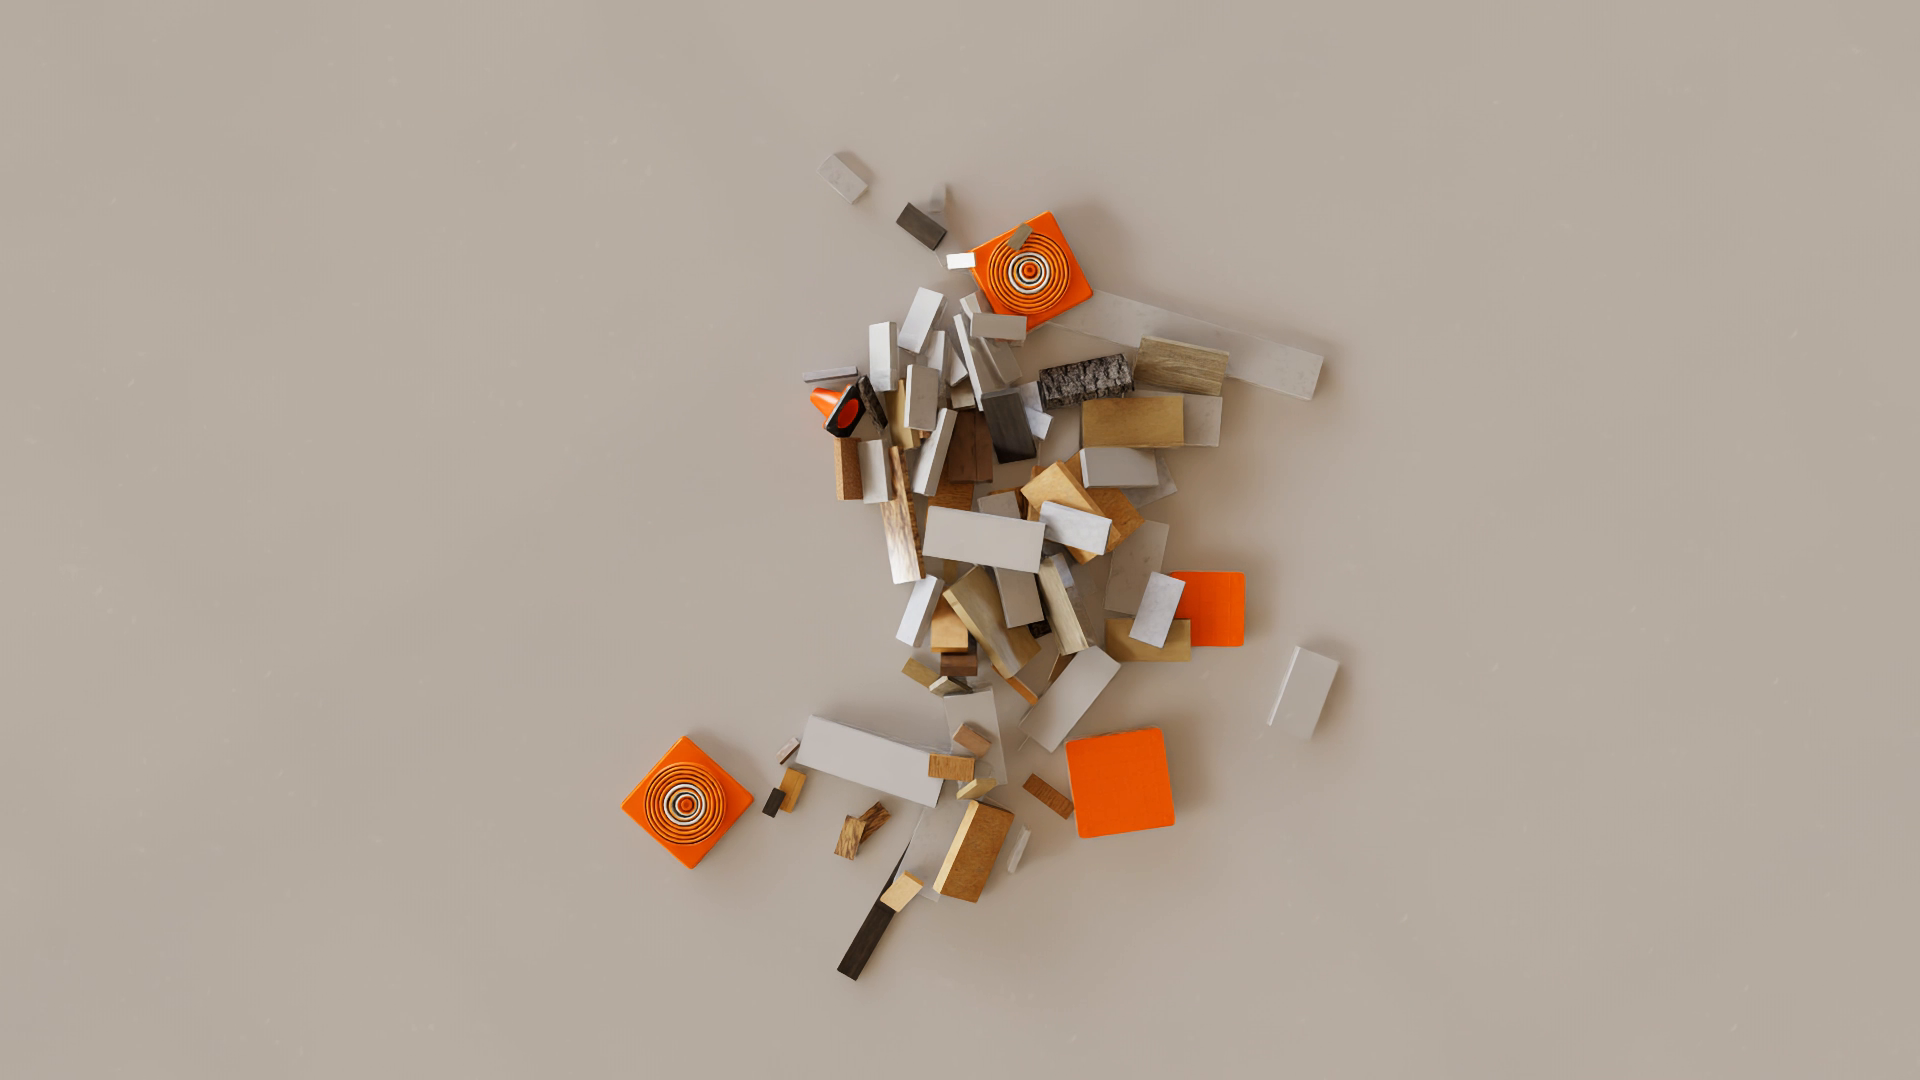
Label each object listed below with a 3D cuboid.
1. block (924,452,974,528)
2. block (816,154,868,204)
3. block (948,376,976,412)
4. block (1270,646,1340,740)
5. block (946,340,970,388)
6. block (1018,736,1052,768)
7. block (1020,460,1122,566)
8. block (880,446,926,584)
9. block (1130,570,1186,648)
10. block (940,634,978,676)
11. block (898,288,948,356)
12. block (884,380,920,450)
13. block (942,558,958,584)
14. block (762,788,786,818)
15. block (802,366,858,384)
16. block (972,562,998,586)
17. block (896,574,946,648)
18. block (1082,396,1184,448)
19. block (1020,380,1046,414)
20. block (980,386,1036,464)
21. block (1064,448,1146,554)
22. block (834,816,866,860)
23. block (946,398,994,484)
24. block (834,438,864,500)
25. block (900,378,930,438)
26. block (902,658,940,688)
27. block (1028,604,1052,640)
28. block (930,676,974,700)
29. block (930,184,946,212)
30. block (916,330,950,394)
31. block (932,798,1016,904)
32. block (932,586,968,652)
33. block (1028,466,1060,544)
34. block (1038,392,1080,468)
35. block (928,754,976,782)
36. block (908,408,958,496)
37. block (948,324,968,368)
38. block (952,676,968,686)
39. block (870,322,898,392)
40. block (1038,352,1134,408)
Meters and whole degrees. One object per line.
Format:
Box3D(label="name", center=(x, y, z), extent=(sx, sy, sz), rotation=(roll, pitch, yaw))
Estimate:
Box3D(label="block", center=(-0.026, -0.173, 5.442), extent=(0.143, 0.041, 0.286), rotation=(7, 75, 1))
Box3D(label="block", center=(-0.393, -1.202, 5.489), extent=(0.159, 0.023, 0.080), rotation=(42, 90, 0))
Box3D(label="block", center=(0.003, -0.498, 5.458), extent=(0.073, 0.021, 0.146), rotation=(-10, 63, 0))
Box3D(label="block", center=(1.143, 0.510, 5.480), extent=(0.139, 0.039, 0.278), rotation=(21, 90, 0))
Box3D(label="block", center=(-0.032, -0.586, 5.455), extent=(0.073, 0.021, 0.146), rotation=(-36, 70, 18))
Box3D(label="block", center=(0.288, 0.654, 5.487), extent=(0.094, 0.027, 0.187), rotation=(36, 90, 0))
Box3D(label="block", center=(0.359, -0.089, 5.350), extent=(0.159, 0.045, 0.319), rotation=(-37, 94, 30))
Box3D(label="block", center=(-0.203, -0.083, 5.455), extent=(0.112, 0.032, 0.445), rotation=(-10, 90, 35))
Box3D(label="block", center=(0.648, 0.229, 5.414), extent=(0.115, 0.033, 0.230), rotation=(19, 84, 13))
Box3D(label="block", center=(-0.003, 0.375, 5.384), extent=(0.118, 0.237, 0.034), rotation=(0, 112, 0))
Box3D(label="block", center=(-0.127, -0.724, 5.459), extent=(0.104, 0.029, 0.208), rotation=(23, 90, 34))
Box3D(label="block", center=(-0.192, -0.410, 5.447), extent=(0.032, 0.112, 0.223), rotation=(-9, 90, -39))
Box3D(label="block", center=(-0.033, 0.099, 5.493), extent=(0.046, 0.013, 0.092), rotation=(2, 90, 0))
Box3D(label="block", center=(-0.617, 0.872, 5.474), extent=(0.046, 0.013, 0.092), rotation=(26, 90, 0))
Box3D(label="block", center=(-0.428, -0.547, 5.456), extent=(0.176, 0.088, 0.025), rotation=(-8, 90, 0))
Box3D(label="block", center=(0.110, 0.085, 5.471), extent=(0.095, 0.027, 0.189), rotation=(-36, 90, -20))
Box3D(label="block", center=(-0.131, 0.230, 5.441), extent=(0.034, 0.118, 0.237), rotation=(20, 90, -31))
Box3D(label="block", center=(0.569, -0.385, 5.430), extent=(0.327, 0.046, 0.163), rotation=(-2, 90, 1))
Box3D(label="block", center=(0.242, -0.443, 5.464), extent=(0.077, 0.022, 0.154), rotation=(-14, 85, 34))
Box3D(label="block", center=(0.161, -0.373, 5.403), extent=(0.127, 0.036, 0.254), rotation=(-10, 124, 12))
Box3D(label="block", center=(0.444, -0.131, 5.406), extent=(0.158, 0.045, 0.317), rotation=(-40, 93, -14))
Box3D(label="block", center=(-0.364, 0.988, 5.473), extent=(0.068, 0.019, 0.137), rotation=(20, 102, 6))
Box3D(label="block", center=(0.031, -0.328, 5.442), extent=(0.143, 0.041, 0.286), rotation=(-2, 75, -1))
Box3D(label="block", center=(-0.367, -0.236, 5.451), extent=(0.029, 0.102, 0.204), rotation=(-3, 90, 38))
Box3D(label="block", center=(-0.150, -0.437, 5.449), extent=(0.029, 0.104, 0.208), rotation=(-6, 90, -34))
Box3D(label="block", center=(-0.132, 0.443, 5.492), extent=(0.115, 0.016, 0.058), rotation=(31, 90, 0))
Box3D(label="block", center=(0.254, 0.224, 5.468), extent=(0.095, 0.027, 0.189), rotation=(-21, 90, -25))
Box3D(label="block", center=(-0.015, 0.498, 5.392), extent=(0.081, 0.023, 0.162), rotation=(-36, 131, 26))
Box3D(label="block", center=(-0.073, -1.138, 5.494), extent=(0.045, 0.013, 0.091), rotation=(8, 90, 0))
Box3D(label="block", center=(-0.094, -0.586, 5.460), extent=(0.104, 0.029, 0.208), rotation=(4, 90, 32))
Box3D(label="block", center=(0.047, 1.026, 5.436), extent=(0.160, 0.045, 0.320), rotation=(24, 90, -35))
Box3D(label="block", center=(-0.034, 0.261, 5.417), extent=(0.118, 0.034, 0.237), rotation=(0, 54, 0))
Box3D(label="block", center=(0.289, -0.118, 5.440), extent=(0.119, 0.034, 0.239), rotation=(10, 74, -13))
Box3D(label="block", center=(0.332, -0.363, 5.482), extent=(0.127, 0.036, 0.255), rotation=(3, 90, 0))
Box3D(label="block", center=(-0.027, 0.741, 5.364), extent=(0.148, 0.021, 0.074), rotation=(6, 103, 8))
Box3D(label="block", center=(-0.094, -0.292, 5.427), extent=(0.041, 0.143, 0.286), rotation=(15, 90, -27))
Box3D(label="block", center=(-0.001, -0.644, 5.490), extent=(0.073, 0.021, 0.146), rotation=(-4, 90, 0))
Box3D(label="block", center=(-0.012, 0.503, 5.433), extent=(0.081, 0.162, 0.023), rotation=(-7, 47, 0))
Box3D(label="block", center=(-0.252, -0.602, 5.446), extent=(0.032, 0.112, 0.223), rotation=(-1, 90, -39))
Box3D(label="block", center=(0.417, -0.526, 5.436), extent=(0.291, 0.041, 0.145), rotation=(-12, 48, 0))
